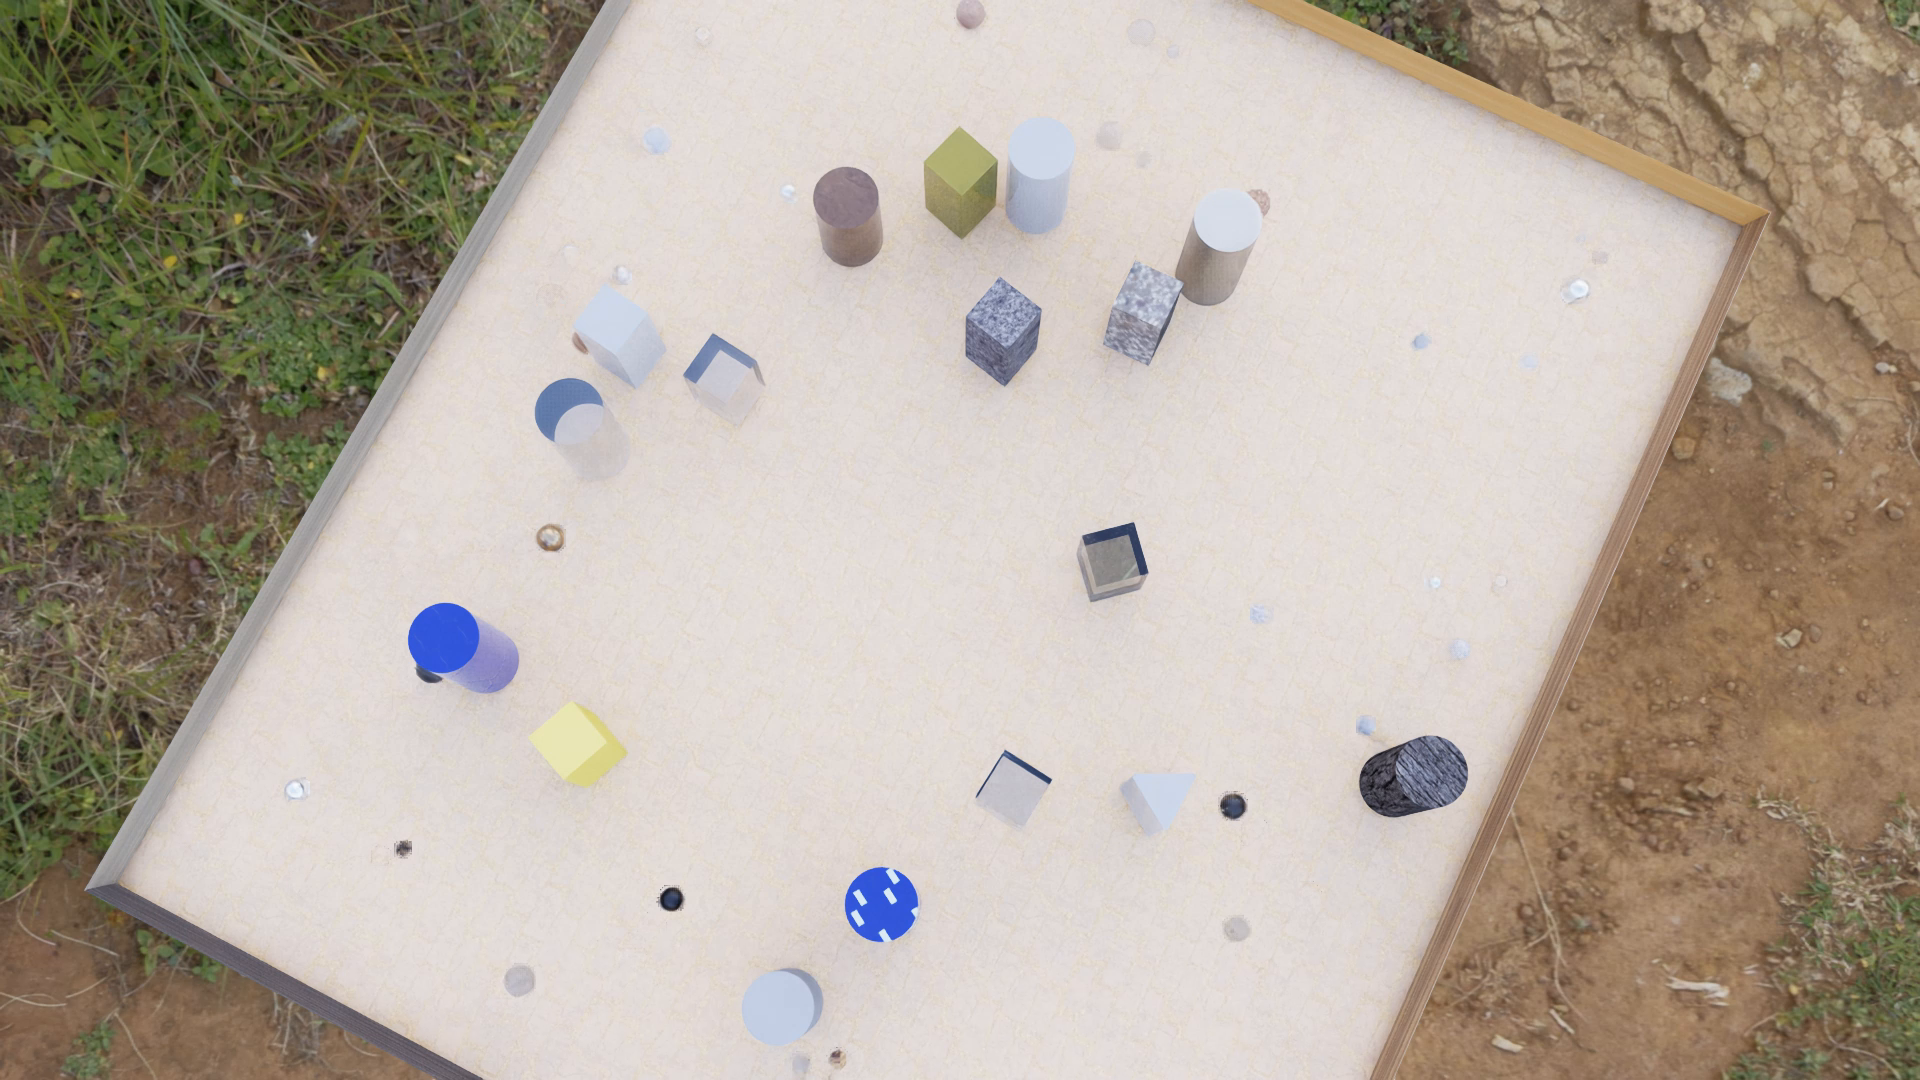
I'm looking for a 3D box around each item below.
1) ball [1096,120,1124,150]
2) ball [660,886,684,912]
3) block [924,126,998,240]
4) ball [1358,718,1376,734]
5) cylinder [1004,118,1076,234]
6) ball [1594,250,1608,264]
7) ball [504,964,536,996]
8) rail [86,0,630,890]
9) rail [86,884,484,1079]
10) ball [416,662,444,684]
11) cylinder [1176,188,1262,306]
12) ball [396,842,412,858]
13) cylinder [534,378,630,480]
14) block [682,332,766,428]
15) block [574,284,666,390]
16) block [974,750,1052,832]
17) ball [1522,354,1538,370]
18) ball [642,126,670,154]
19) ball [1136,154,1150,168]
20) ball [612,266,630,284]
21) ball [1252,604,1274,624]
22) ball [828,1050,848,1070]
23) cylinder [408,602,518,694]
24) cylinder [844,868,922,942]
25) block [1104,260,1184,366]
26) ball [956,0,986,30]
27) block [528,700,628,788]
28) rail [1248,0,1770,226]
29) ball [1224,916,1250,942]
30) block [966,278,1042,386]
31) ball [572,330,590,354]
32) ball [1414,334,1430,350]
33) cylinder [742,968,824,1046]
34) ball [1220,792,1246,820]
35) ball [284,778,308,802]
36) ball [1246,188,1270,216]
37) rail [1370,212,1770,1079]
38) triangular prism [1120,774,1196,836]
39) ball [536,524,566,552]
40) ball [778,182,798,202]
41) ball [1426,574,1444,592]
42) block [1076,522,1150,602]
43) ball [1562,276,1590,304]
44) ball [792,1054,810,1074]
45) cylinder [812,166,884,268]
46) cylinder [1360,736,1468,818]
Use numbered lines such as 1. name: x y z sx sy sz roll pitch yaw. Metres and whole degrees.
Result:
1. ball: 0.477 -1.290 5.837 0.091 0.091 0.091 0 78 0
2. ball: -0.844 1.051 5.362 0.072 0.072 0.072 0 78 0
3. block: 0.002 -1.098 5.660 0.159 0.361 0.159 43 81 8
4. ball: 1.215 0.556 5.475 0.052 0.052 0.052 0 78 0
5. cylinder: 0.242 -1.112 5.624 0.198 0.437 0.198 0 78 0
6. ball: 2.023 -0.892 5.780 0.041 0.041 0.041 0 78 0
7. ball: -1.276 1.277 5.306 0.091 0.091 0.091 0 78 0
8. rail: -1.582 -0.768 5.709 0.045 0.129 4.109 26 80 5
9. rail: -0.908 1.785 5.180 3.585 0.129 0.045 26 80 5
10. ball: -1.579 0.380 5.482 0.098 0.098 0.098 0 78 0
11. cylinder: 0.779 -0.882 5.555 0.198 0.477 0.198 0 78 0
12. ball: -1.642 0.912 5.405 0.045 0.045 0.045 0 78 0
13. cylinder: -1.119 -0.324 5.459 0.198 0.440 0.198 0 78 0
14. block: -0.714 -0.483 5.577 0.159 0.274 0.159 33 80 6
15. block: -1.028 -0.612 5.559 0.159 0.361 0.159 34 80 7
16. block: 0.151 0.730 5.305 0.159 0.315 0.159 32 80 6
17. ball: 1.773 -0.555 5.705 0.051 0.051 0.051 0 78 0
18. ball: -0.966 -1.276 5.837 0.086 0.086 0.086 0 78 0
19. ball: 0.583 -1.210 5.845 0.044 0.044 0.044 0 78 0
20. ball: -1.064 -0.834 5.759 0.059 0.059 0.059 0 78 0
21. ball: 0.914 0.223 5.537 0.065 0.065 0.065 0 78 0
22. ball: -0.351 1.497 5.280 0.053 0.053 0.053 0 78 0
23. cylinder: -1.432 0.319 5.311 0.198 0.469 0.198 0 78 0
24. cylinder: -0.211 1.029 5.162 0.198 0.474 0.198 0 78 0
25. block: 0.554 -0.685 5.570 0.159 0.369 0.159 26 79 5
26. ball: 0.035 -1.701 5.920 0.096 0.096 0.096 0 78 0
27. block: -1.104 0.597 5.319 0.159 0.340 0.159 -41 81 -8
28. rail: 0.908 -1.772 5.917 3.585 0.129 0.045 26 80 5
29. ball: 0.808 1.136 5.344 0.073 0.073 0.073 0 78 0
30. block: 0.128 -0.625 5.548 0.159 0.387 0.159 39 81 7
31. ball: -1.154 -0.627 5.696 0.099 0.099 0.099 0 78 0
32. ball: 1.440 -0.618 5.719 0.050 0.050 0.050 0 78 0
33. cylinder: -0.497 1.312 5.169 0.198 0.345 0.198 0 78 0
34. ball: 0.806 0.786 5.414 0.079 0.079 0.079 0 78 0
35. ball: -1.966 0.741 5.427 0.071 0.071 0.071 0 78 0
36. ball: 0.934 -1.062 5.789 0.093 0.093 0.093 0 78 0
37. rail: 1.582 0.781 5.388 0.045 0.129 4.109 26 80 5
38. triangular prism: 0.583 0.726 5.241 0.149 0.442 0.172 -30 80 -6
39. ball: -1.245 -0.007 5.574 0.087 0.087 0.087 0 78 0
40. ball: -0.545 -1.103 5.814 0.061 0.061 0.061 0 78 0
41. ball: 1.442 0.131 5.564 0.050 0.050 0.050 0 78 0
42. block: 0.452 0.069 5.464 0.159 0.270 0.159 -14 79 -3
43. ball: 1.930 -0.782 5.736 0.084 0.084 0.084 0 78 0
44. ball: -0.458 1.508 5.277 0.053 0.053 0.053 0 78 0
45. cylinder: -0.342 -0.993 5.655 0.198 0.328 0.198 0 78 0
46. cylinder: 1.289 0.680 5.235 0.198 0.471 0.198 0 78 0
